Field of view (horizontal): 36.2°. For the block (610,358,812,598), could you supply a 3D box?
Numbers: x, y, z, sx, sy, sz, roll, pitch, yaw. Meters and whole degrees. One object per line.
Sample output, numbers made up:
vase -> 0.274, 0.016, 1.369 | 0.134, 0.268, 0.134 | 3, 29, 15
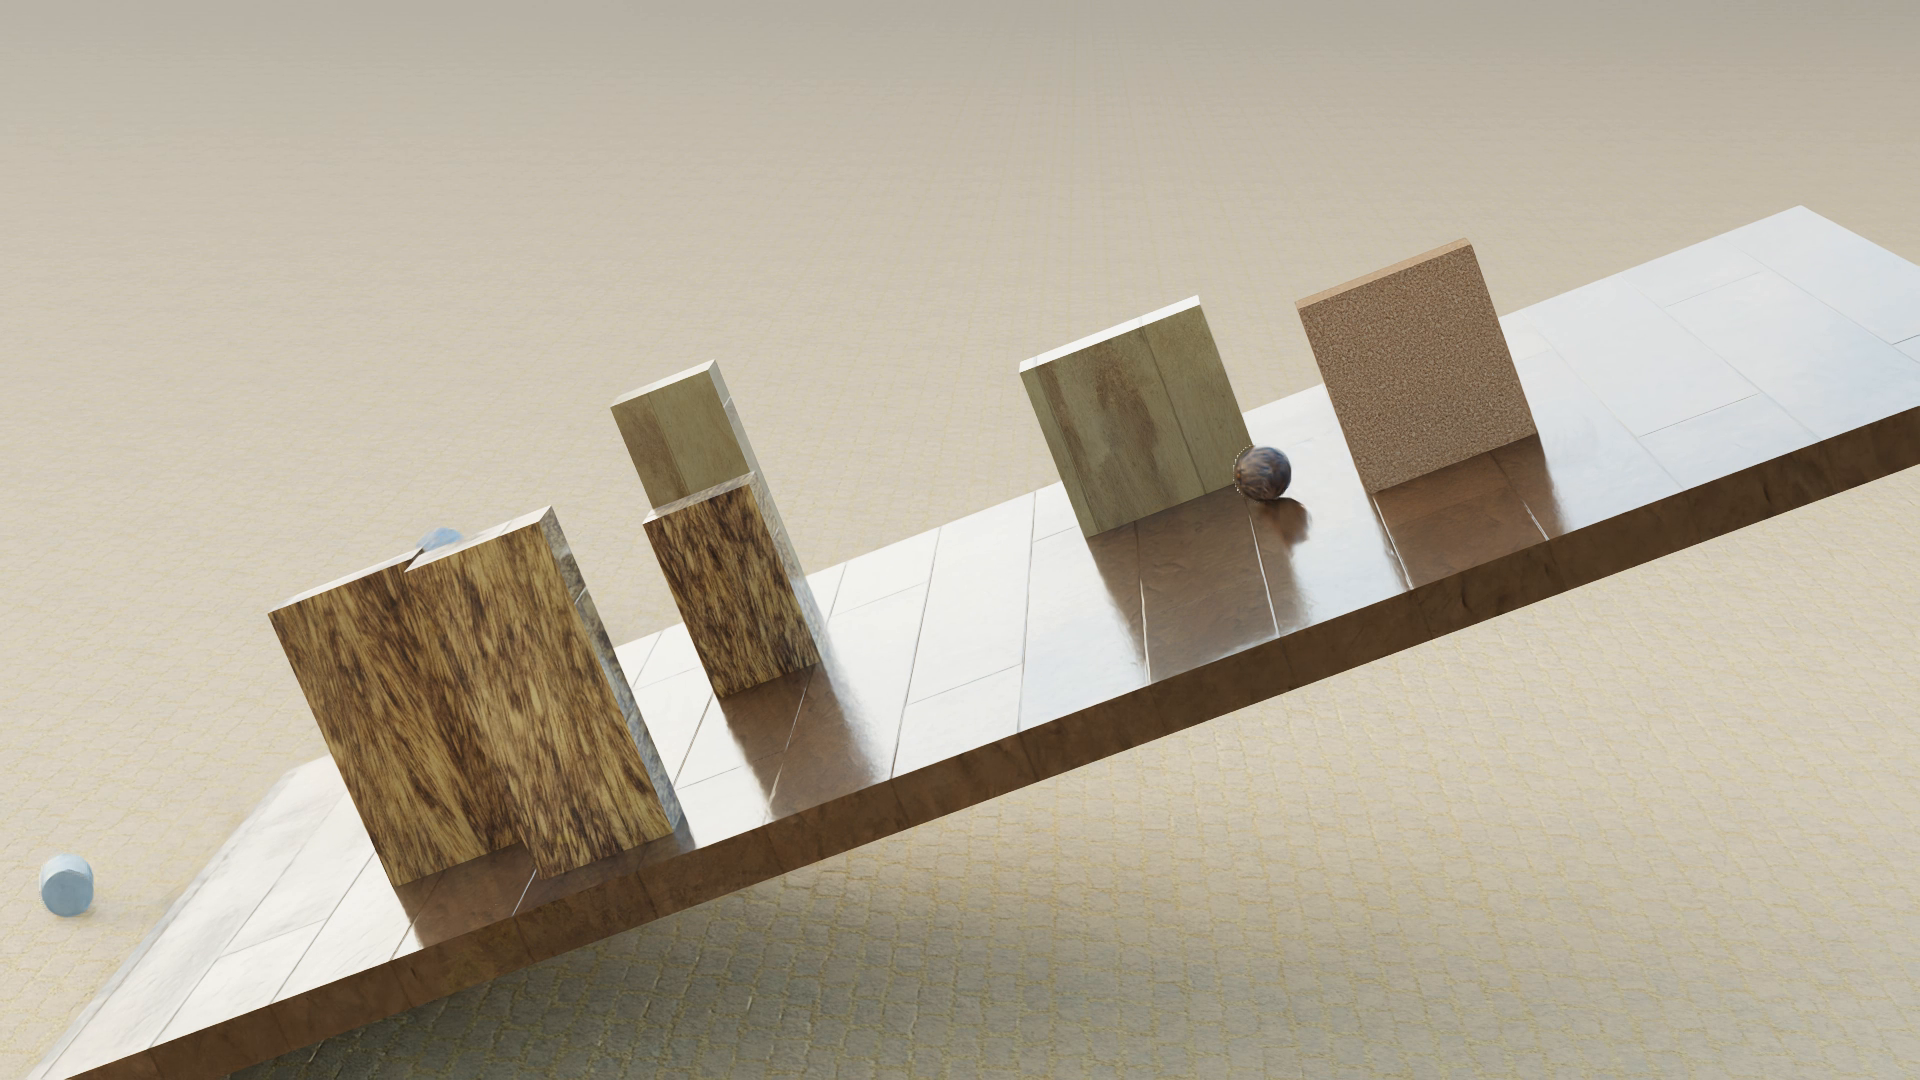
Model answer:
block -> -0.592, -0.094, 7.021 | 0.250, 0.611, 0.142 | -20, 12, 7

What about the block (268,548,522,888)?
block -> -1.113, 0.360, 5.922 | 0.317, 0.616, 0.094 | -20, 12, 7

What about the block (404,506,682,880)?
block -> -0.783, 0.290, 5.566 | 0.274, 0.646, 0.134 | -20, 12, 7

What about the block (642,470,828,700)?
block -> -0.491, 0.098, 6.446 | 0.249, 0.422, 0.135 | -20, 12, 7

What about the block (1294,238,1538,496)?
block -> 0.922, -0.350, 5.949 | 0.365, 0.409, 0.099 | -20, 12, 7

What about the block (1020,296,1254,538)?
block -> 0.403, -0.274, 6.551 | 0.423, 0.403, 0.132 | -20, 12, 7

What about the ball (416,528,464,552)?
ball -> -1.708, 0.053, 9.716 | 0.188, 0.188, 0.188 | 0, 14, 0

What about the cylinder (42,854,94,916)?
cylinder -> -2.059, 0.796, 6.784 | 0.114, 0.114, 0.114 | -4, 14, -17

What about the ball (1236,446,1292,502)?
ball -> 0.643, -0.141, 6.226 | 0.119, 0.119, 0.119 | 0, 14, 0

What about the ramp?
ramp -> 0.121, 0.174, 6.292 | 4.000, 0.100, 2.000 | -20, 12, 7
